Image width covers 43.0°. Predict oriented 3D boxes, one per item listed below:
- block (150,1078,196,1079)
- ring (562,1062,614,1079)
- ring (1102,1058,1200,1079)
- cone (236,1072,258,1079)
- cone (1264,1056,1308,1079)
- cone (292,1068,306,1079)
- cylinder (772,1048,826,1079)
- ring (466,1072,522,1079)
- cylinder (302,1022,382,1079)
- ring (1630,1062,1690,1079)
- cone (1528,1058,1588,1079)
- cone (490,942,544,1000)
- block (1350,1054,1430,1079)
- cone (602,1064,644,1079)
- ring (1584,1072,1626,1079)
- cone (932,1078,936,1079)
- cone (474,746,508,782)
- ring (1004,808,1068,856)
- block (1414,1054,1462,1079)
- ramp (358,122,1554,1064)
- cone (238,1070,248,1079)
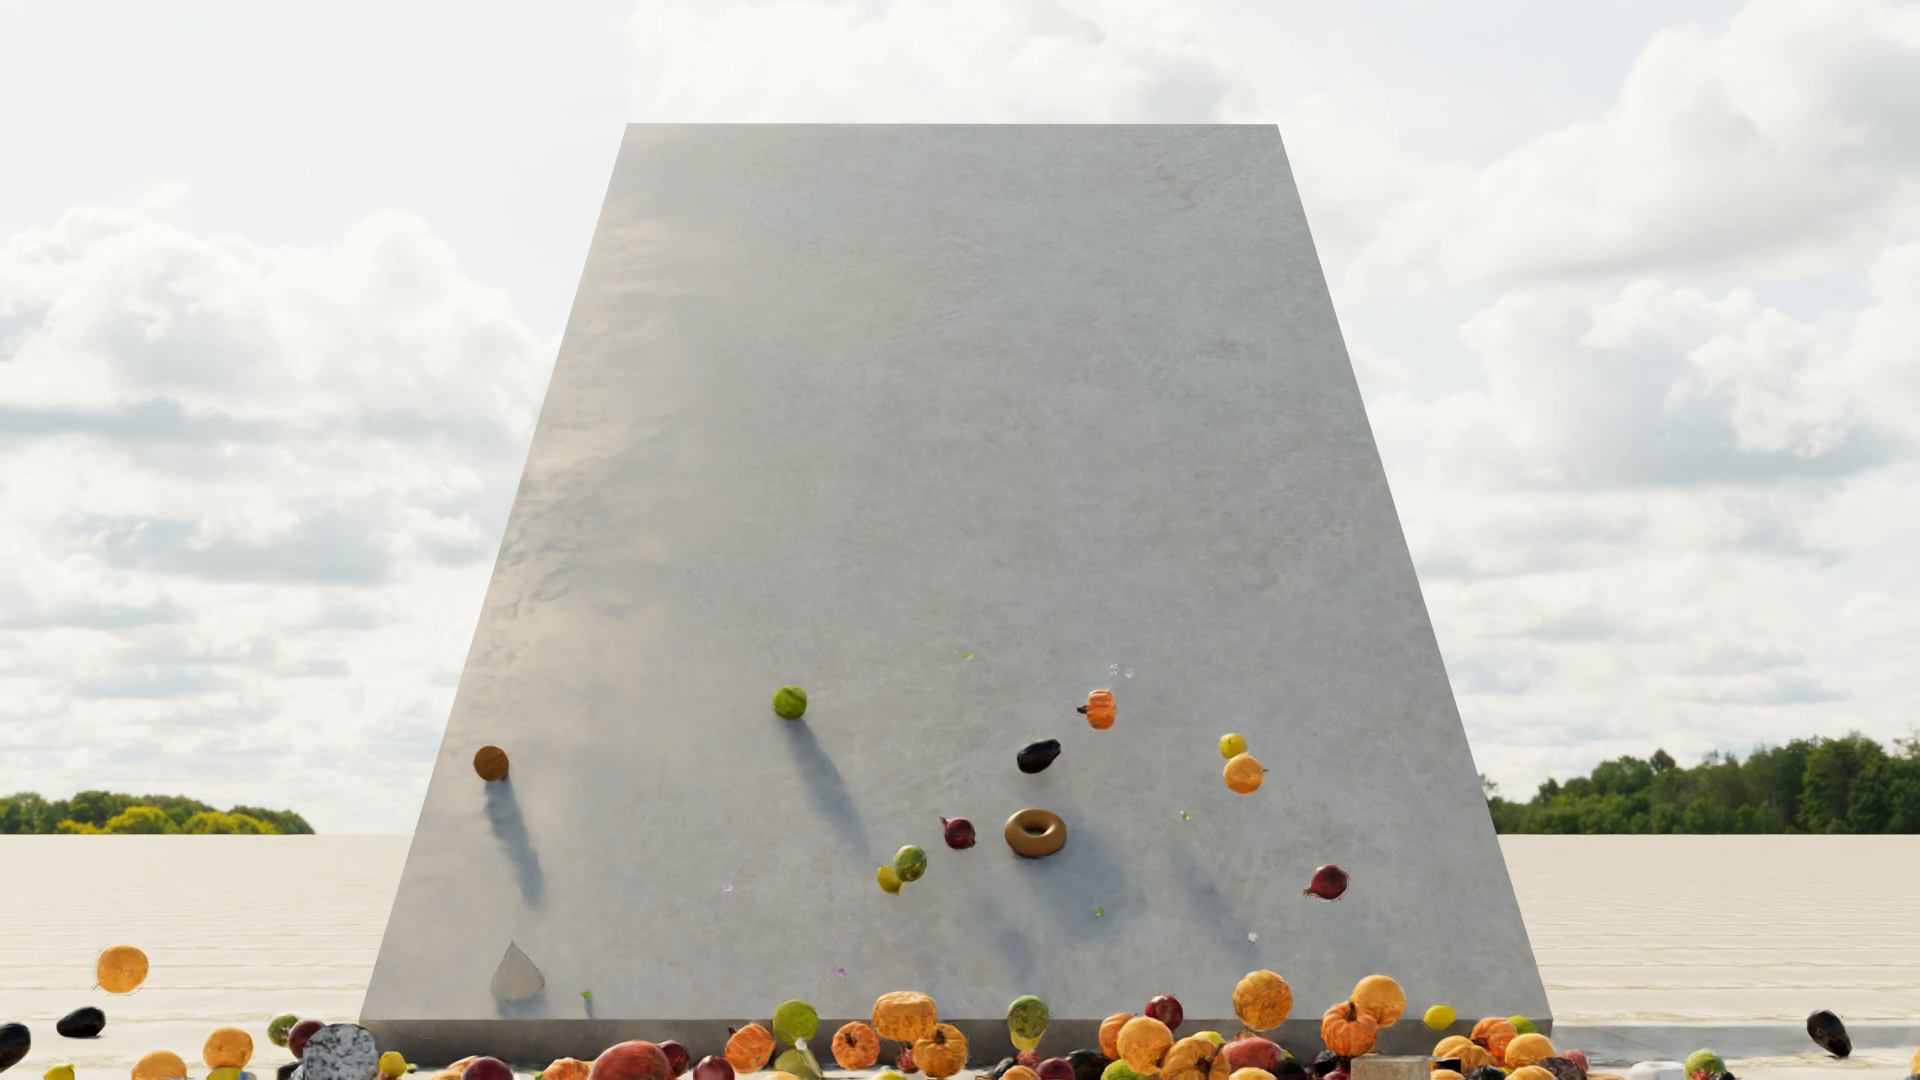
[{"bbox_3d":[-1.027,0.738,3.181,0.057,0.057,0.057,1,-26,-9],"label":"block"},{"bbox_3d":[-0.581,0.836,3.823,0.088,0.029,0.088,1,-6,0],"label":"ring"},{"bbox_3d":[0.287,0.806,3.653,0.149,0.050,0.149,-4,-7,-1],"label":"ring"},{"bbox_3d":[-0.932,0.765,3.251,0.083,0.083,0.083,-7,-37,47],"label":"cone"},{"bbox_3d":[0.469,0.771,3.327,0.094,0.094,0.094,7,17,-46],"label":"cone"},{"bbox_3d":[-0.882,0.737,3.370,0.085,0.085,0.085,2,-44,-18],"label":"cone"},{"bbox_3d":[-0.225,0.760,3.431,0.064,0.064,0.064,3,26,-26],"label":"cylinder"},{"bbox_3d":[-0.702,0.819,3.670,0.088,0.029,0.088,-1,-7,0],"label":"ring"},{"bbox_3d":[-0.802,0.694,3.166,0.094,0.094,0.094,1,-44,-8],"label":"cylinder"},{"bbox_3d":[1.094,0.834,3.806,0.089,0.030,0.089,-1,-3,0],"label":"ring"},{"bbox_3d":[0.840,0.786,3.437,0.085,0.085,0.085,-1,-34,7],"label":"cone"},{"bbox_3d":[-0.755,0.714,4.129,0.093,0.093,0.093,0,31,0],"label":"cone"},{"bbox_3d":[0.576,0.738,3.254,0.091,0.091,0.091,-2,-7,19],"label":"block"},{"bbox_3d":[-0.479,0.800,3.520,0.066,0.066,0.066,-1,-33,12],"label":"cone"},{"bbox_3d":[0.925,0.802,3.563,0.111,0.037,0.111,0,-7,0],"label":"ring"},{"bbox_3d":[-0.035,0.752,3.151,0.085,0.085,0.085,1,-33,-5],"label":"cone"},{"bbox_3d":[-0.887,0.422,4.665,0.068,0.068,0.068,-1,4,8],"label":"cone"},{"bbox_3d":[0.140,0.537,4.477,0.117,0.039,0.117,1,33,0],"label":"ring"},{"bbox_3d":[0.650,0.764,3.411,0.076,0.076,0.076,-6,-9,41],"label":"block"},{"bbox_3d":[-0.014,-0.197,5.811,2.000,0.100,4.000,0,31,0],"label":"ramp"},{"bbox_3d":[-0.900,0.712,3.053,0.096,0.096,0.096,0,-7,0],"label":"cone"}]
